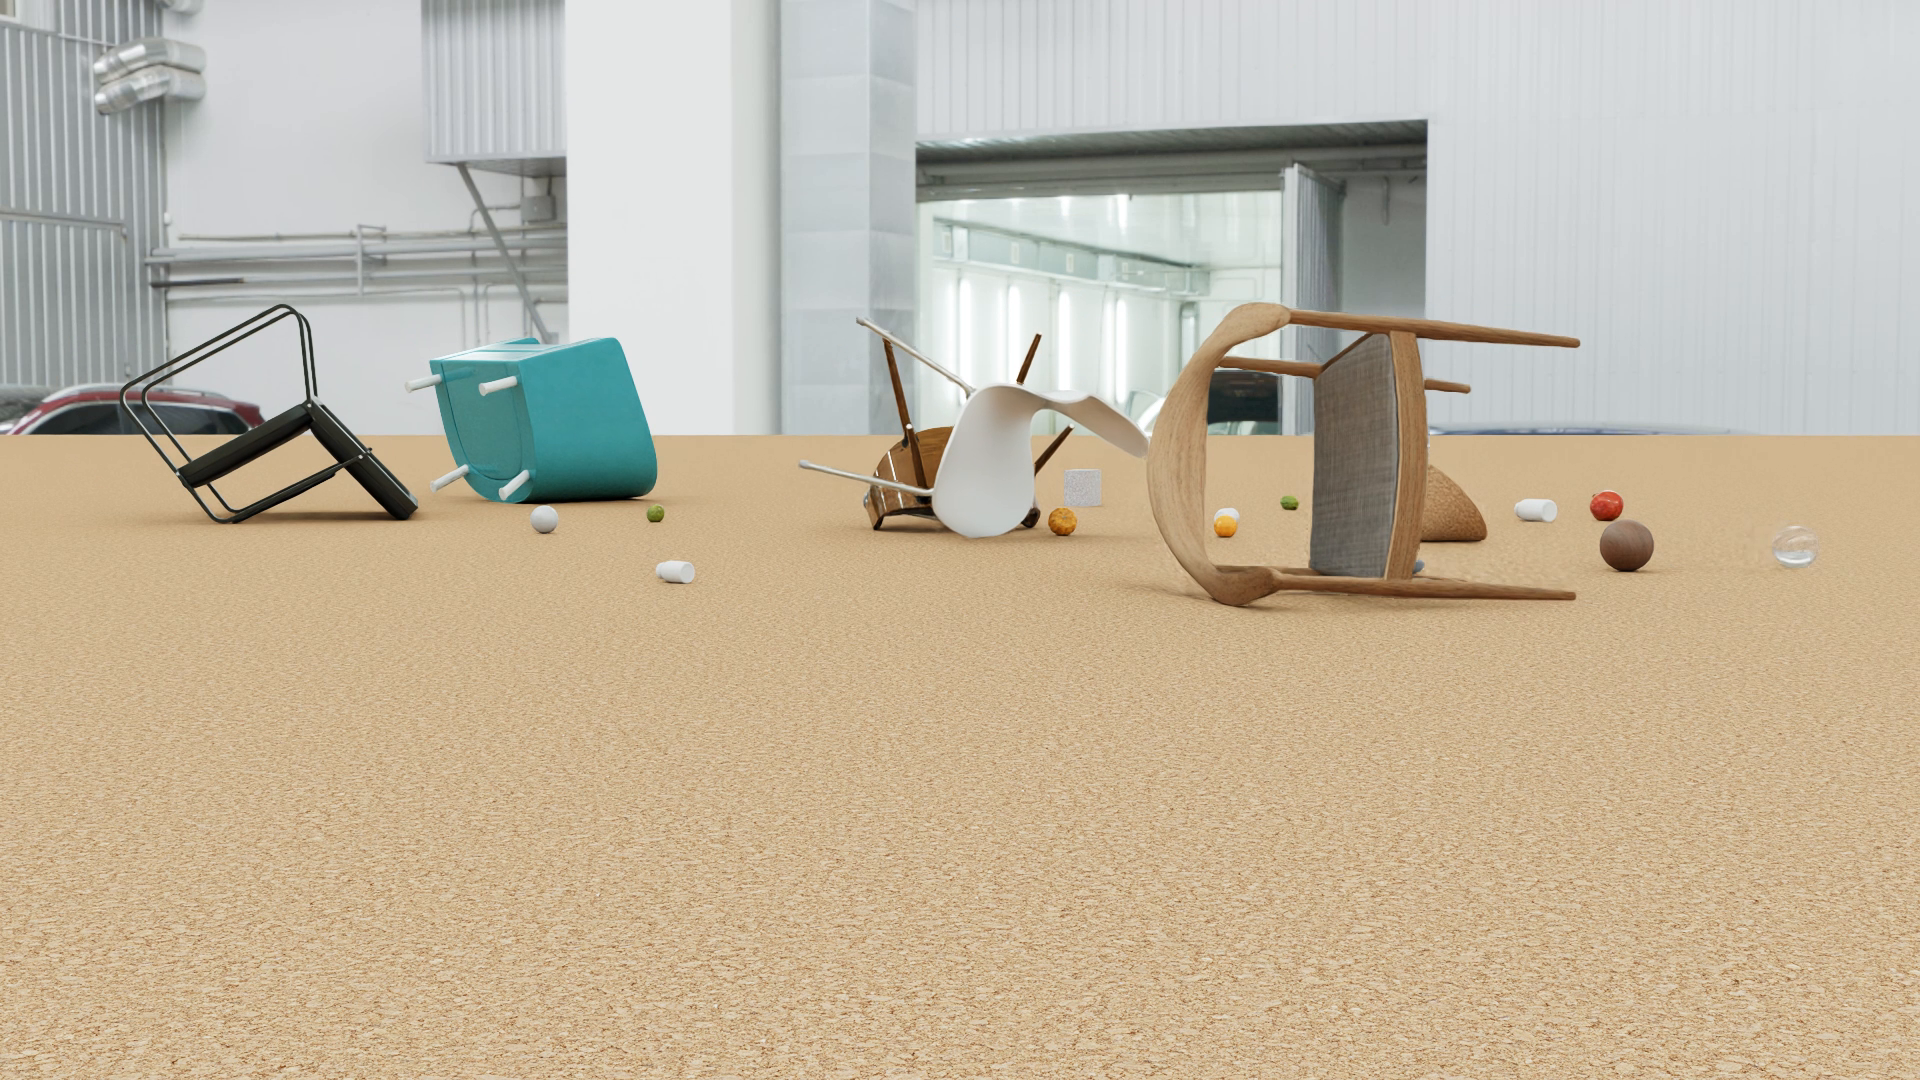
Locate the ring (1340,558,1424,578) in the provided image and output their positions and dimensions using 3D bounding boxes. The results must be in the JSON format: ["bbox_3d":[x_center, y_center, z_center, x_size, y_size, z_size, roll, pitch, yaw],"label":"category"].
[{"bbox_3d":[1.019,0.066,5.302,0.264,0.039,0.108,-3,4,-35],"label":"ring"}]

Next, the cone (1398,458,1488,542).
[{"bbox_3d":[1.358,-0.056,6.458,0.325,0.196,0.308,42,-12,35],"label":"cone"}]

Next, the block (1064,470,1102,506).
[{"bbox_3d":[0.473,-0.201,8.466,0.099,0.138,0.126,2,4,27],"label":"block"}]

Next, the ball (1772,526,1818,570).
[{"bbox_3d":[2.077,0.019,5.467,0.109,0.109,0.109,0,4,0],"label":"ball"}]

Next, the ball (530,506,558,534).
[{"bbox_3d":[-1.291,-0.064,6.831,0.088,0.088,0.088,0,4,0],"label":"ball"}]
